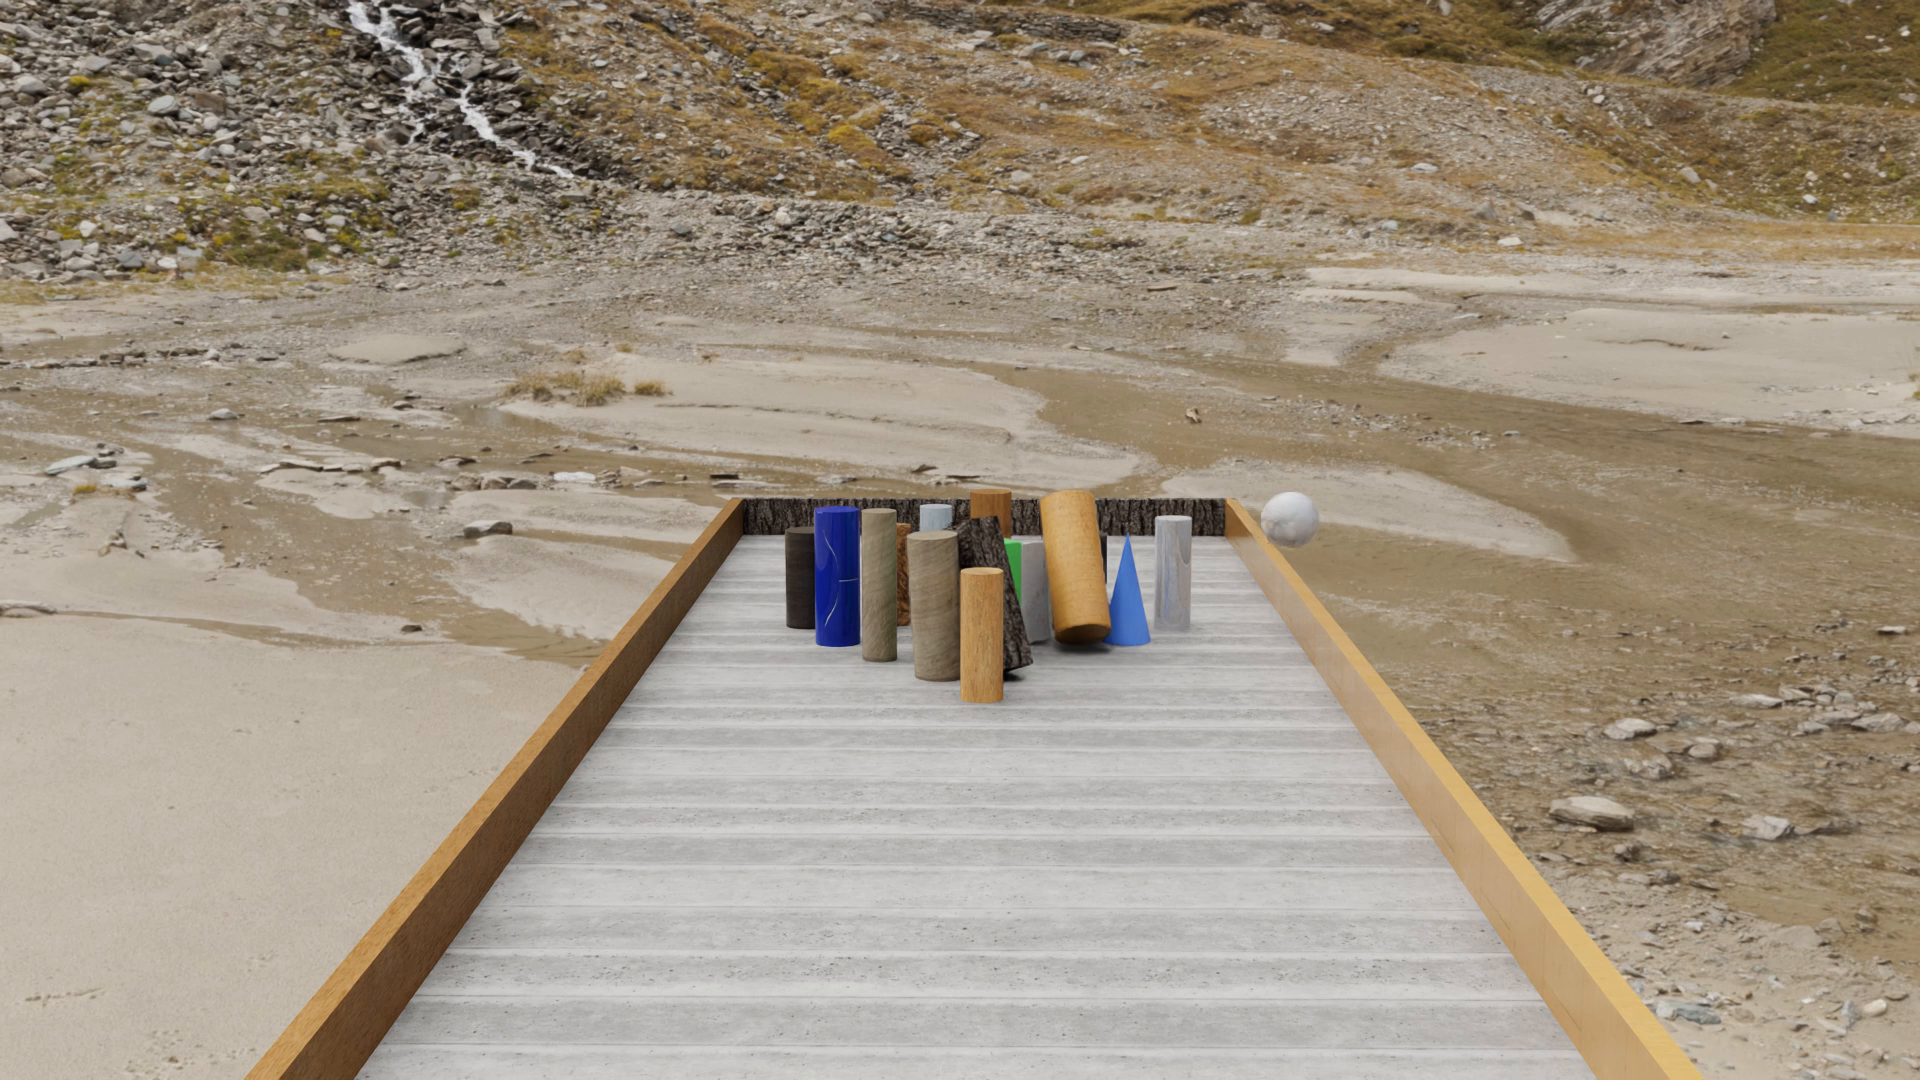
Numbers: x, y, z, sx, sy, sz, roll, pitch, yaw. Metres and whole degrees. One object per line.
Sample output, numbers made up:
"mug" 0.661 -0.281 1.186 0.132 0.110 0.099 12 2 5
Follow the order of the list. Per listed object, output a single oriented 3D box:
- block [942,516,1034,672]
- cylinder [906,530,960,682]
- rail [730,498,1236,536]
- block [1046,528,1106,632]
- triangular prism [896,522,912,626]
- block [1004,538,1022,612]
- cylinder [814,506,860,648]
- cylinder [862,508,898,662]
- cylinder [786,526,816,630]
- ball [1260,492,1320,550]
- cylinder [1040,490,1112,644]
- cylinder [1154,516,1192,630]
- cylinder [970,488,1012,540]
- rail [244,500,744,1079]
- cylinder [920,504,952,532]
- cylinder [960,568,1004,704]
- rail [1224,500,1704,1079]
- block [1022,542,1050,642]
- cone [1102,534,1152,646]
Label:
"block" 0.079 0.166 6.475 0.124 0.450 0.124 -8 -9 -37
"cylinder" -0.070 0.191 6.437 0.151 0.419 0.151 -3 11 1
"rail" 0.099 -0.098 9.147 2.100 0.150 0.050 0 9 1
"block" 0.379 0.127 7.211 0.174 0.313 0.174 -1 9 -6
"triangular prism" -0.247 0.111 7.241 0.135 0.335 0.117 -4 10 -25
"block" 0.067 0.181 6.711 0.178 0.360 0.178 -5 9 -27
"cylinder" -0.386 0.114 6.928 0.143 0.426 0.143 0 9 0
"cylinder" -0.245 0.137 6.682 0.106 0.457 0.106 0 9 0
"cylinder" -0.499 0.124 7.216 0.147 0.317 0.147 0 9 0
"ball" 1.051 -0.062 6.998 0.185 0.185 0.185 0 9 0
"cylinder" 0.363 0.086 6.934 0.178 0.455 0.178 -5 -23 -2
"cylinder" 0.695 0.106 7.184 0.120 0.361 0.120 0 9 0
"cylinder" 0.100 0.062 7.190 0.134 0.446 0.134 0 9 0
"rail" -1.004 0.839 3.234 0.050 0.150 12.000 0 9 1
"cylinder" -0.076 0.107 6.959 0.102 0.431 0.102 0 9 0
"cylinder" 0.061 0.266 6.169 0.122 0.364 0.122 0 9 0
"rail" 1.046 0.843 3.208 0.050 0.150 12.000 0 9 1
"block" 0.182 0.165 6.943 0.133 0.308 0.133 -7 5 -39
"cone" 0.529 0.146 6.961 0.157 0.352 0.157 0 9 0
